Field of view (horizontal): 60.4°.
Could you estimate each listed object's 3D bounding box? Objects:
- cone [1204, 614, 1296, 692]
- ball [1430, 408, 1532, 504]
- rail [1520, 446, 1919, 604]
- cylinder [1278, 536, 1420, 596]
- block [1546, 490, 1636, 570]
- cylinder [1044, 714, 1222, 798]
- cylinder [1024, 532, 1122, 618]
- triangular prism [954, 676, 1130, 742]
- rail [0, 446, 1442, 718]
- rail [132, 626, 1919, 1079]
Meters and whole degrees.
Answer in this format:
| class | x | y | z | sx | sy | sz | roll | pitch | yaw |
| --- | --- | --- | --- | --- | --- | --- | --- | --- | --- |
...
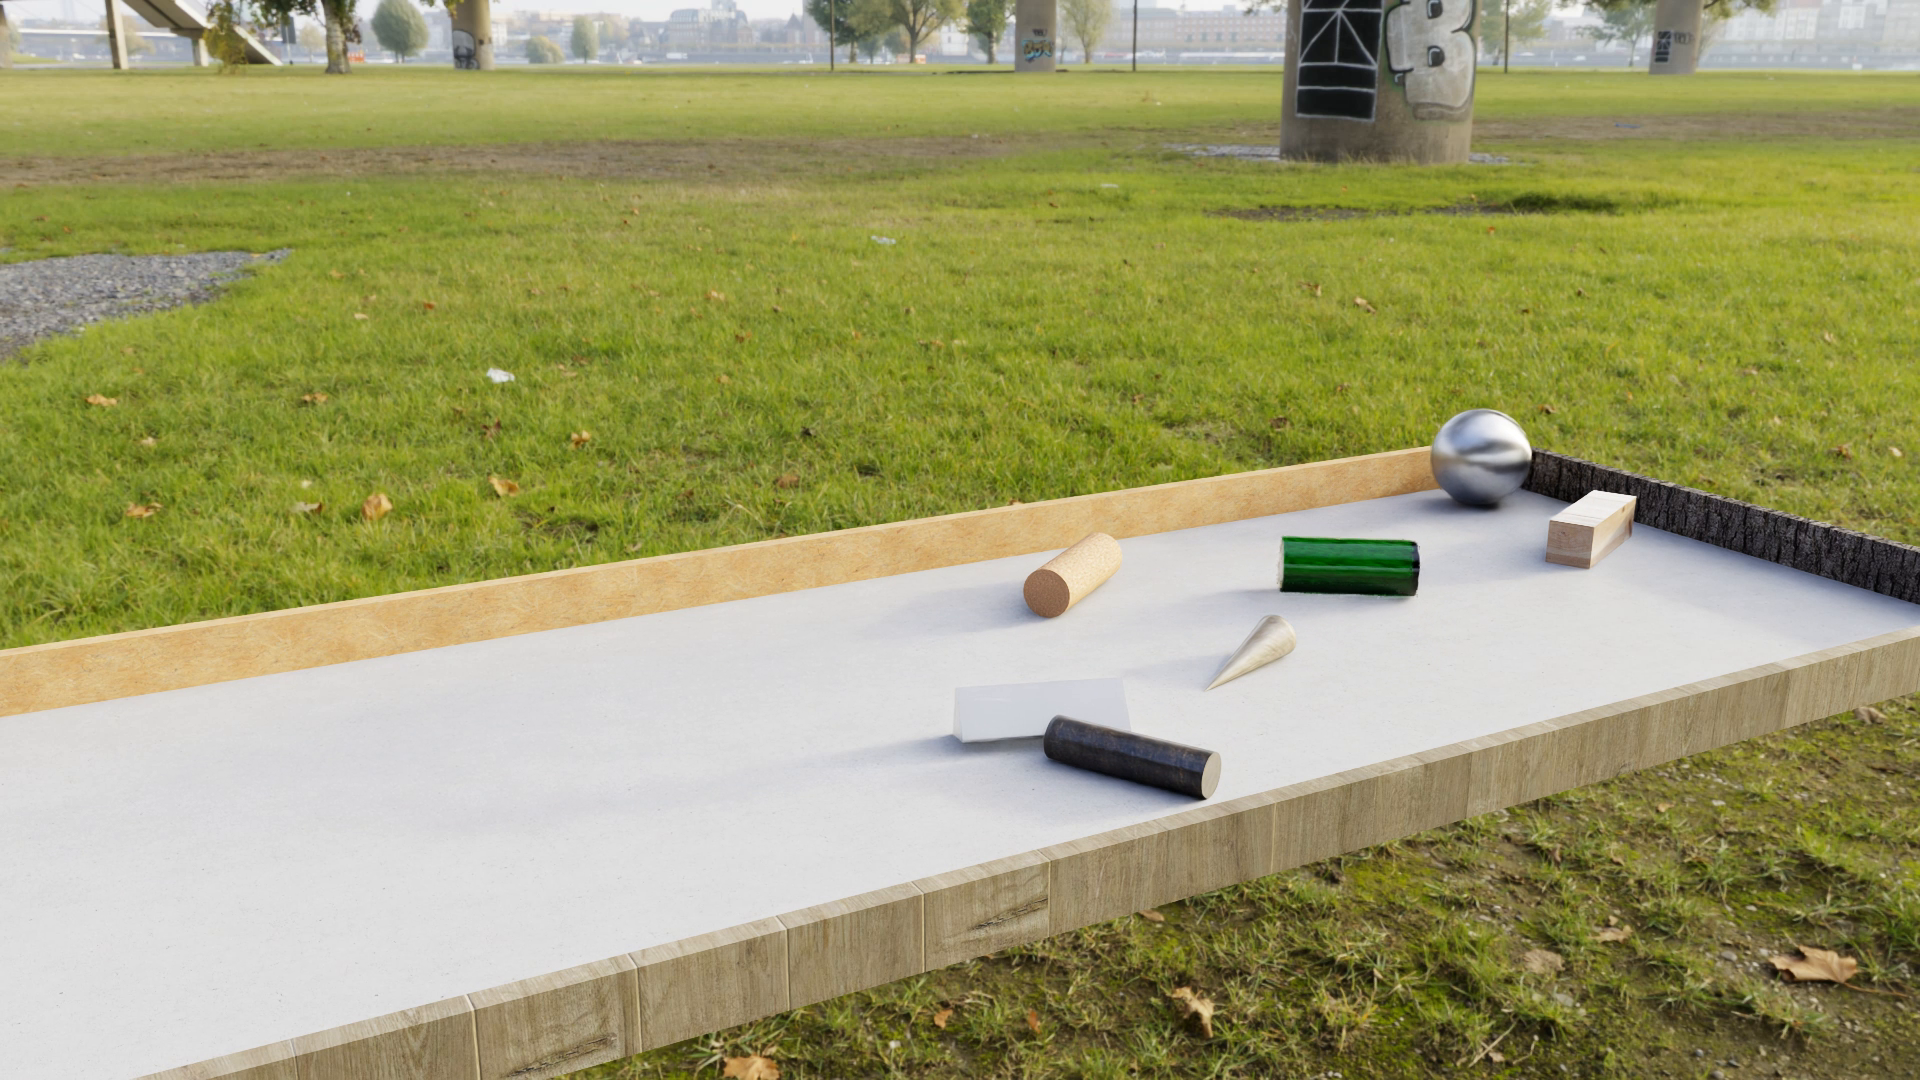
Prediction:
| class | x | y | z | sx | sy | sz | roll | pitch | yaw |
| --- | --- | --- | --- | --- | --- | --- | --- | --- | --- |
| cone | 0.713 | 0.313 | 4.190 | 0.116 | 0.116 | 0.356 | 14 | 30 | 39 |
| ball | 1.815 | -0.290 | 5.746 | 0.336 | 0.336 | 0.336 | 0 | 16 | 0 |
| rail | 2.466 | -0.048 | 5.253 | 0.050 | 0.150 | 2.100 | -9 | 18 | -27 |
| cylinder | 1.128 | 0.078 | 4.804 | 0.381 | 0.161 | 0.161 | 2 | 16 | 6 |
| block | 2.007 | -0.037 | 5.240 | 0.135 | 0.135 | 0.450 | 12 | 20 | 35 |
| cylinder | 0.372 | 0.468 | 3.585 | 0.381 | 0.100 | 0.100 | 10 | 19 | 31 |
| cylinder | 0.331 | 0.097 | 4.773 | 0.142 | 0.142 | 0.409 | 8 | 18 | 25 |
| triangular prism | 0.185 | 0.382 | 3.787 | 0.390 | 0.116 | 0.134 | -3 | 3 | -9 |
| rail | -3.305 | 0.497 | 3.399 | 12.000 | 0.150 | 0.050 | -9 | 18 | -27 |
| rail | -2.336 | 1.006 | 1.665 | 12.000 | 0.150 | 0.050 | -9 | 18 | -27 |
